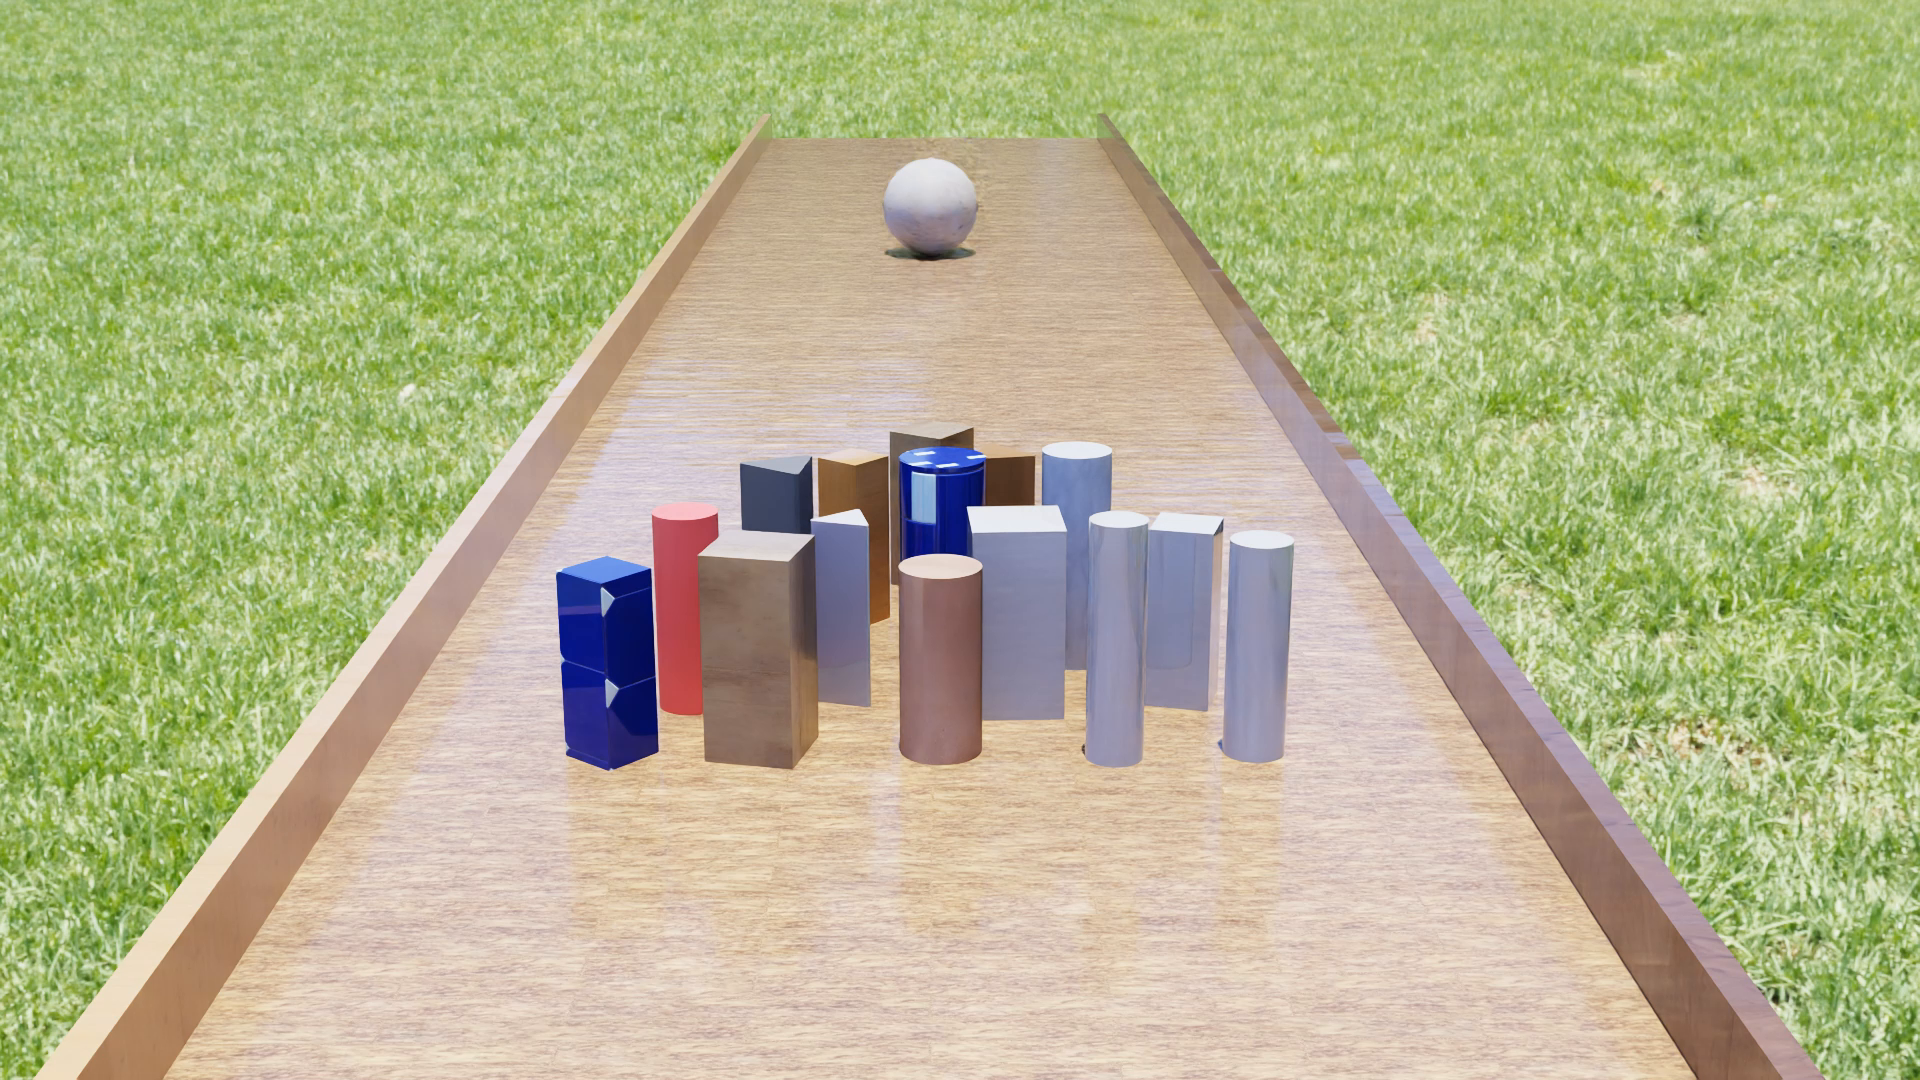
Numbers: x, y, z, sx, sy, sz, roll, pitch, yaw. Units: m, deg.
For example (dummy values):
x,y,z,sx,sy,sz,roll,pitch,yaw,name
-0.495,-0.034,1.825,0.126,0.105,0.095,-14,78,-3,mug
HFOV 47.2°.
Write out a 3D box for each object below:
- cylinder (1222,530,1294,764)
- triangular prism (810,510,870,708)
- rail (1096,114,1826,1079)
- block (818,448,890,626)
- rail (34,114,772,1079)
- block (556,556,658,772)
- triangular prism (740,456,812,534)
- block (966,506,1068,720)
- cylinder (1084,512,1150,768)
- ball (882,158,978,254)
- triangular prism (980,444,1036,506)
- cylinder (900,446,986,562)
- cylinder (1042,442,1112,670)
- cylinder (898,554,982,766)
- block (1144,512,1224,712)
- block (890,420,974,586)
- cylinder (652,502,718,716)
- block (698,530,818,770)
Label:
x,y,z,sx,sy,sz,roll,pitch,yaw,name
0.527,0.189,3.894,0.111,0.397,0.111,0,17,0,cylinder
-0.209,0.126,4.173,0.114,0.358,0.098,5,17,18,triangular prism
0.932,-0.844,7.801,0.050,0.150,12.000,0,17,-1,rail
-0.222,-0.003,4.615,0.104,0.355,0.104,13,21,37,block
-1.118,-0.838,7.780,0.050,0.150,12.000,0,17,-1,rail
-0.622,0.217,3.890,0.117,0.346,0.117,13,21,38,block
-0.335,0.040,4.381,0.148,0.405,0.128,12,20,35,triangular prism
0.104,0.136,4.128,0.173,0.366,0.173,-1,17,-3,block
0.275,0.175,3.864,0.104,0.441,0.104,0,17,0,cylinder
-0.124,-1.403,9.244,0.399,0.399,0.399,0,17,0,ball
0.075,-0.014,4.642,0.139,0.361,0.120,-4,17,-12,triangular prism
-0.034,0.034,4.392,0.172,0.410,0.172,0,17,0,cylinder
0.229,0.032,4.360,0.137,0.434,0.137,0,17,0,cylinder
-0.034,0.212,3.908,0.148,0.346,0.148,0,17,0,cylinder
0.424,0.135,4.161,0.120,0.348,0.120,4,17,15,block
-0.062,-0.075,4.866,0.133,0.350,0.133,10,20,31,block
-0.509,0.129,4.126,0.122,0.381,0.122,0,17,0,cylinder
-0.355,0.193,3.907,0.163,0.383,0.163,4,17,12,block
